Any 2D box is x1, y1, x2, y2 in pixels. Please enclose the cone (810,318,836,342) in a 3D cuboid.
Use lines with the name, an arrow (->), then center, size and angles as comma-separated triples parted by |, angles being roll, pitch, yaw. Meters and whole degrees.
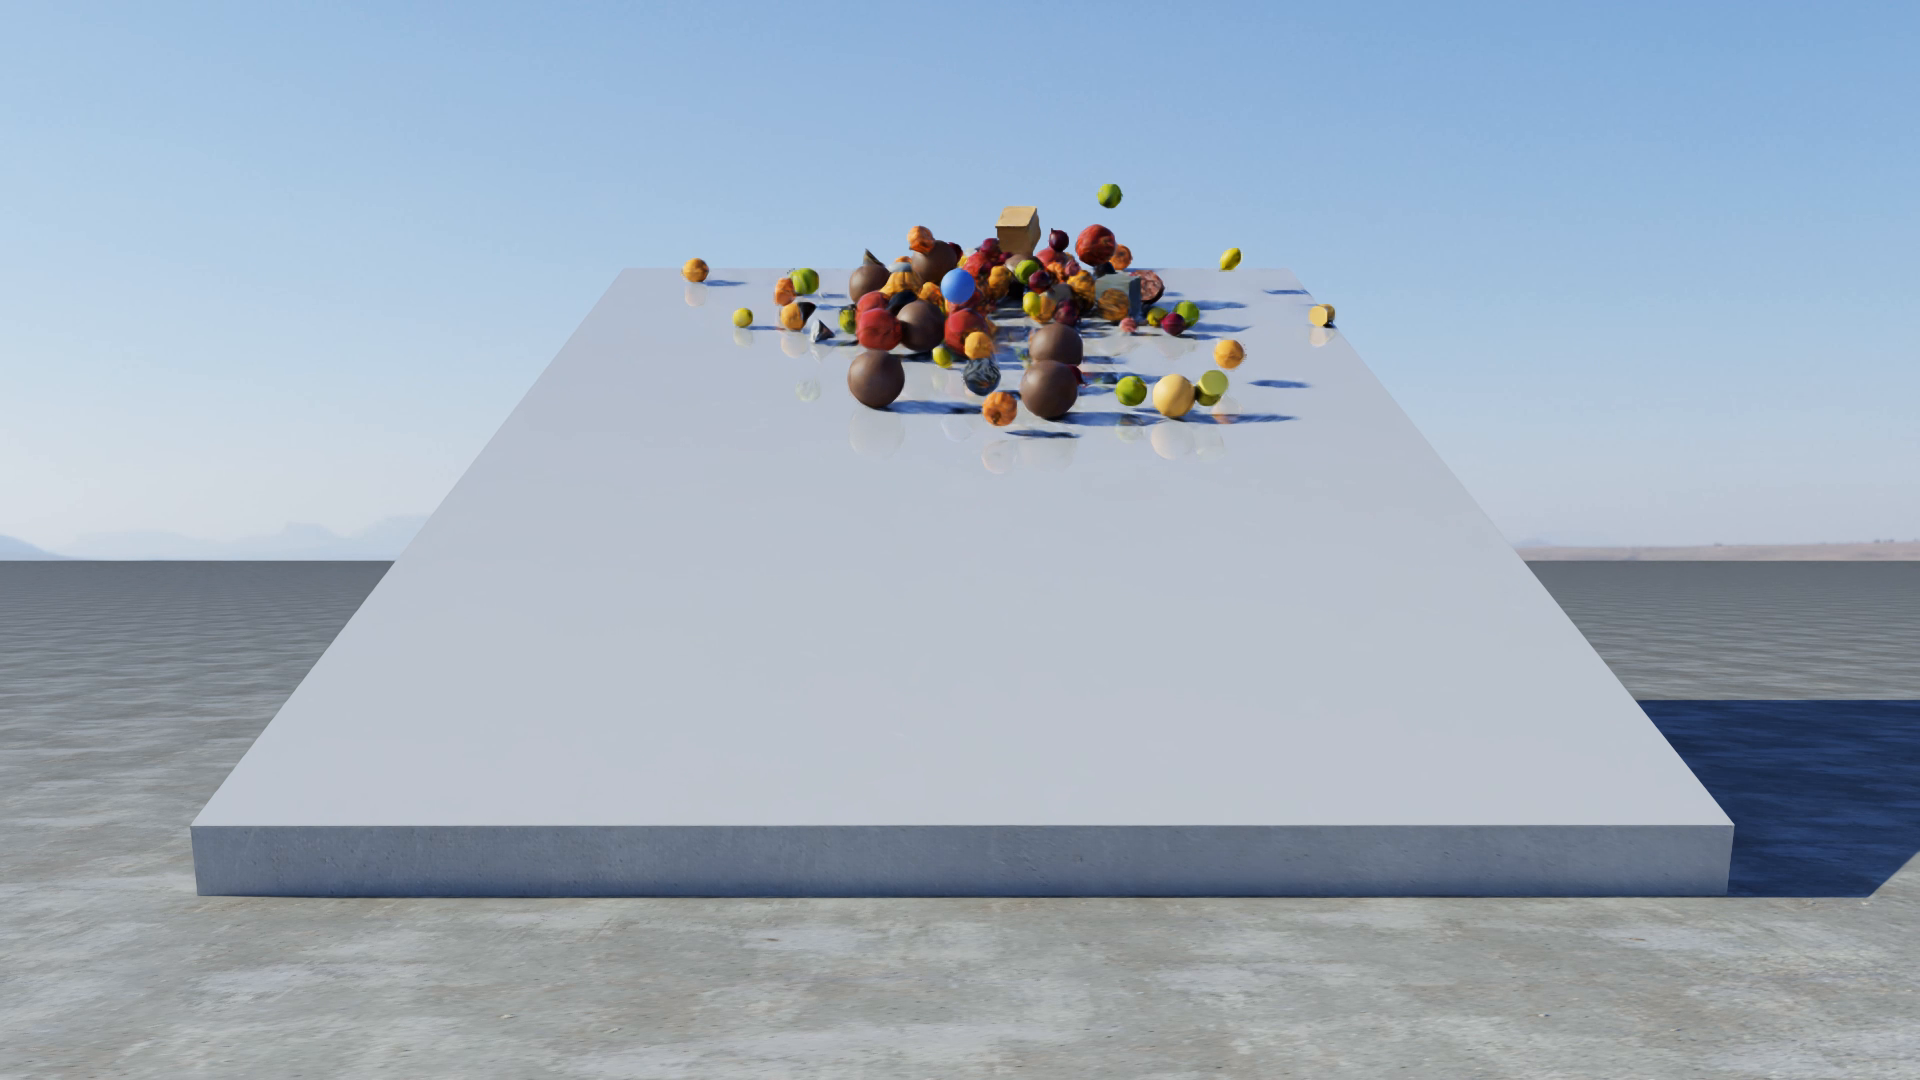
cone -> -0.342, -0.527, 5.690 | 0.063, 0.063, 0.063 | 13, -5, -23

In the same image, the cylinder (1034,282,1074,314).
cylinder -> 0.253, -0.655, 6.039 | 0.080, 0.080, 0.080 | -8, 3, -25

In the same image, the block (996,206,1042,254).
block -> 0.155, -0.816, 5.863 | 0.087, 0.087, 0.087 | 4, 44, 19

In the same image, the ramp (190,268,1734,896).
ramp -> -0.003, -0.178, 4.807 | 2.000, 0.100, 4.000 | 0, 17, 0

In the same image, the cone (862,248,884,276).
cone -> -0.268, -0.832, 6.580 | 0.074, 0.074, 0.074 | -17, 20, 6

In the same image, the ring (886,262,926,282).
ring -> -0.153, -0.750, 6.321 | 0.116, 0.039, 0.116 | 10, -25, 5

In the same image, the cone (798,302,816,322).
cone -> -0.395, -0.575, 5.679 | 0.050, 0.050, 0.050 | 9, -21, 3

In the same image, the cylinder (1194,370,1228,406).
cylinder -> 0.557, -0.337, 4.939 | 0.062, 0.062, 0.062 | 0, -22, -12

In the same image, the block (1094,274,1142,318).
block -> 0.426, -0.660, 6.024 | 0.098, 0.098, 0.098 | 7, 19, 22

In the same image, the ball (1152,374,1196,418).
ball -> 0.474, -0.318, 4.931 | 0.097, 0.097, 0.097 | 0, 0, 0

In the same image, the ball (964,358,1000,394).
ball -> 0.051, -0.378, 5.140 | 0.086, 0.086, 0.086 | 0, 0, 0

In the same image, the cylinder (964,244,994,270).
cylinder -> 0.053, -0.845, 6.668 | 0.069, 0.069, 0.069 | 0, 14, 33

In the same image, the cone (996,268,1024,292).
cone -> 0.131, -0.729, 6.305 | 0.072, 0.072, 0.072 | -15, 5, -20

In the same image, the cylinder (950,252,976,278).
cylinder -> 0.008, -0.788, 6.475 | 0.073, 0.073, 0.073 | 0, 27, -2

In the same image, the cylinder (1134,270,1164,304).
cylinder -> 0.514, -0.696, 6.124 | 0.086, 0.086, 0.086 | 0, 0, 12

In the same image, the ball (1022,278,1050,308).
ball -> 0.213, -0.679, 6.107 | 0.085, 0.085, 0.085 | 0, 0, 0

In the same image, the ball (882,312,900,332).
ball -> -0.180, -0.567, 5.805 | 0.050, 0.050, 0.050 | 0, 0, 0

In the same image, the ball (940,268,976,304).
ball -> -0.005, -0.624, 5.481 | 0.085, 0.085, 0.085 | 0, 0, 0

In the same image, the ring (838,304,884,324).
ring -> -0.264, -0.602, 5.936 | 0.121, 0.040, 0.121 | 0, 16, 0

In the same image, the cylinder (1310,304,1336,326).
cylinder -> 0.960, -0.597, 5.897 | 0.053, 0.053, 0.053 | 0, 13, 35

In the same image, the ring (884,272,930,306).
ring -> -0.146, -0.698, 6.173 | 0.141, 0.047, 0.141 | 21, 26, -11

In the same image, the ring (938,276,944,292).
ring -> -0.011, -0.713, 6.235 | 0.101, 0.101, 0.034 | 0, -38, -1
